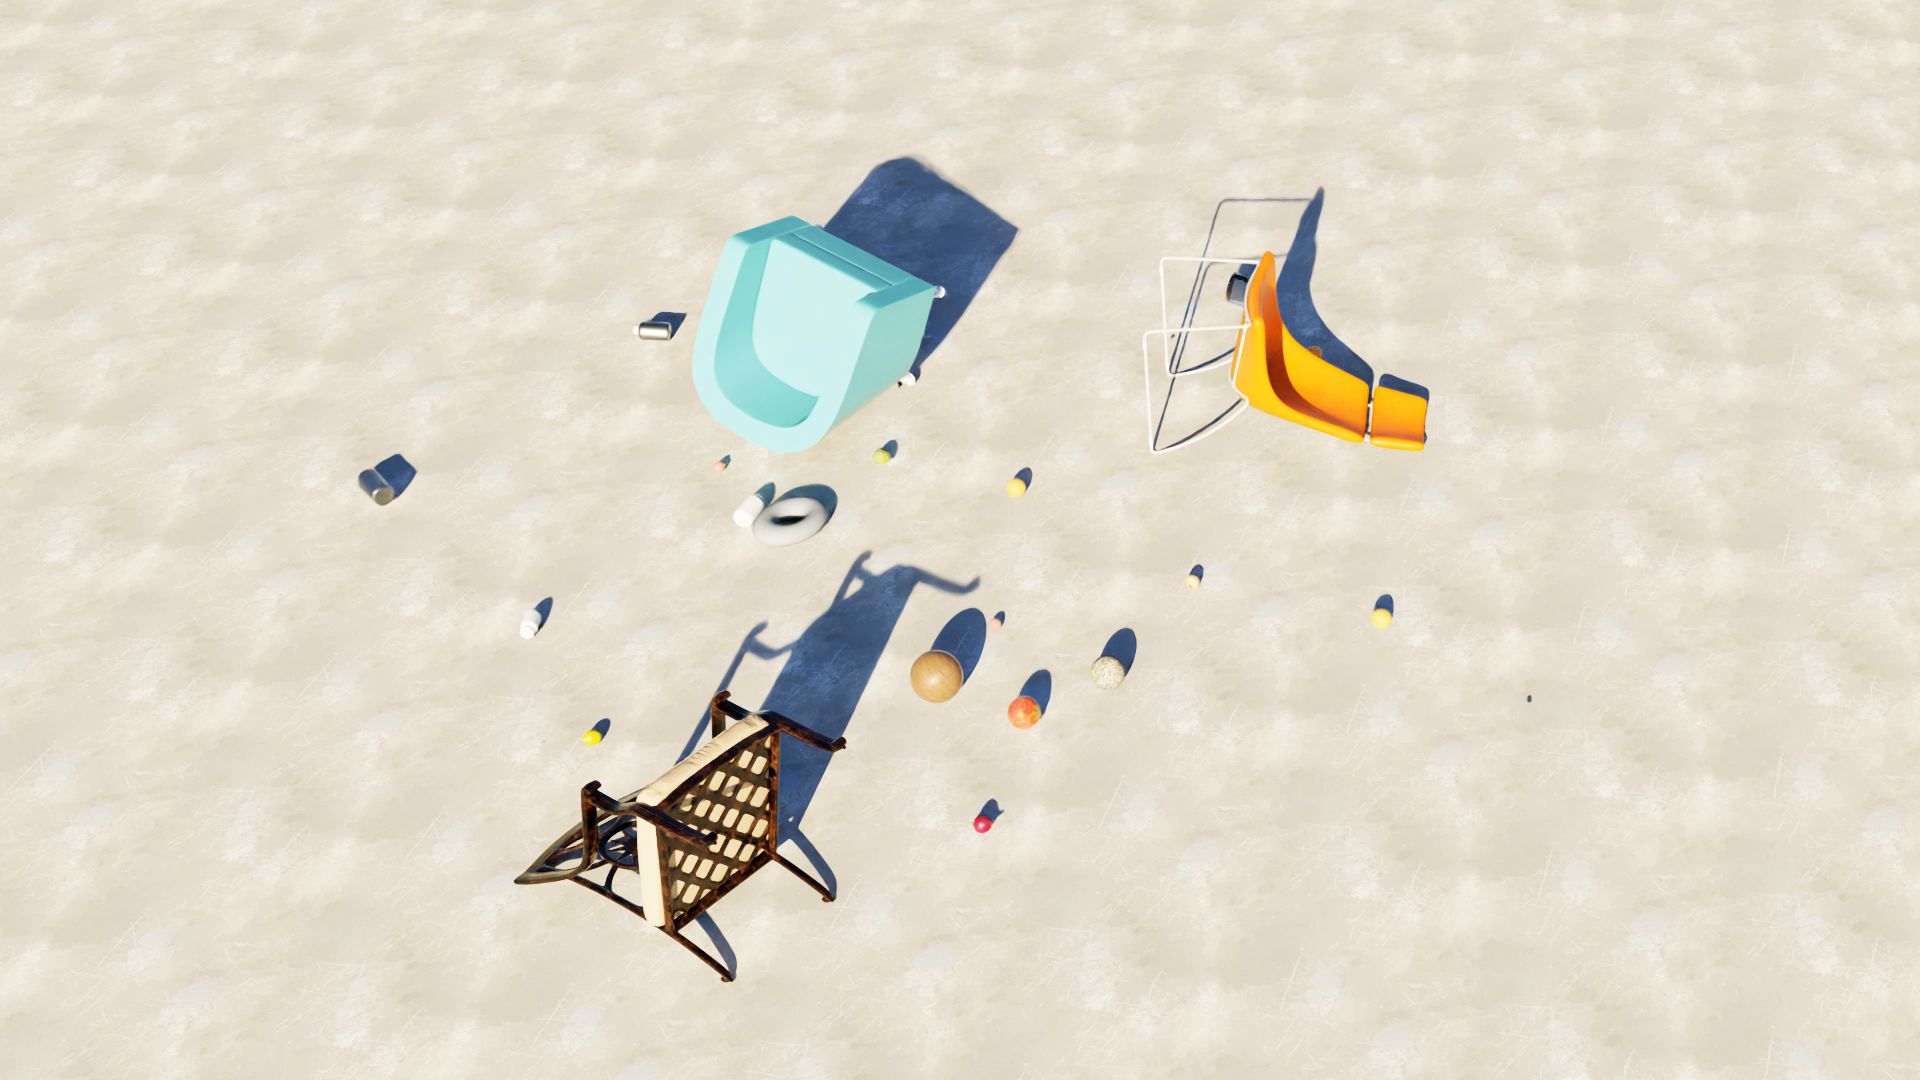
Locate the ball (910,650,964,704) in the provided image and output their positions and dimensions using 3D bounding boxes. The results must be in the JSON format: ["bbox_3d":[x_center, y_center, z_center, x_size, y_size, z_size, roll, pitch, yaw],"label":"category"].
[{"bbox_3d":[-0.080,0.469,10.065,0.185,0.185,0.185,0,33,0],"label":"ball"}]

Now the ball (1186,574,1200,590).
[{"bbox_3d":[0.845,0.153,10.664,0.053,0.053,0.053,0,33,0],"label":"ball"}]

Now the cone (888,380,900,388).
[{"bbox_3d":[-0.276,-0.626,11.878,0.053,0.037,0.038,-25,34,-3],"label":"cone"}]

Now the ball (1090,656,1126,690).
[{"bbox_3d":[0.512,0.458,10.140,0.120,0.120,0.120,0,33,0],"label":"ball"}]

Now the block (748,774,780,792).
[{"bbox_3d":[-0.649,0.802,9.691,0.101,0.041,0.037,-1,33,-1],"label":"block"}]

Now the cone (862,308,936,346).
[{"bbox_3d":[-0.243,-0.865,12.186,0.299,0.162,0.148,7,13,-17],"label":"cone"}]

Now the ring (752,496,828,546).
[{"bbox_3d":[-0.634,-0.071,10.983,0.233,0.073,0.350,23,37,29],"label":"ring"}]

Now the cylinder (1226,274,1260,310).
[{"bbox_3d":[1.198,-1.054,12.423,0.110,0.134,0.089,20,30,27],"label":"cylinder"}]
